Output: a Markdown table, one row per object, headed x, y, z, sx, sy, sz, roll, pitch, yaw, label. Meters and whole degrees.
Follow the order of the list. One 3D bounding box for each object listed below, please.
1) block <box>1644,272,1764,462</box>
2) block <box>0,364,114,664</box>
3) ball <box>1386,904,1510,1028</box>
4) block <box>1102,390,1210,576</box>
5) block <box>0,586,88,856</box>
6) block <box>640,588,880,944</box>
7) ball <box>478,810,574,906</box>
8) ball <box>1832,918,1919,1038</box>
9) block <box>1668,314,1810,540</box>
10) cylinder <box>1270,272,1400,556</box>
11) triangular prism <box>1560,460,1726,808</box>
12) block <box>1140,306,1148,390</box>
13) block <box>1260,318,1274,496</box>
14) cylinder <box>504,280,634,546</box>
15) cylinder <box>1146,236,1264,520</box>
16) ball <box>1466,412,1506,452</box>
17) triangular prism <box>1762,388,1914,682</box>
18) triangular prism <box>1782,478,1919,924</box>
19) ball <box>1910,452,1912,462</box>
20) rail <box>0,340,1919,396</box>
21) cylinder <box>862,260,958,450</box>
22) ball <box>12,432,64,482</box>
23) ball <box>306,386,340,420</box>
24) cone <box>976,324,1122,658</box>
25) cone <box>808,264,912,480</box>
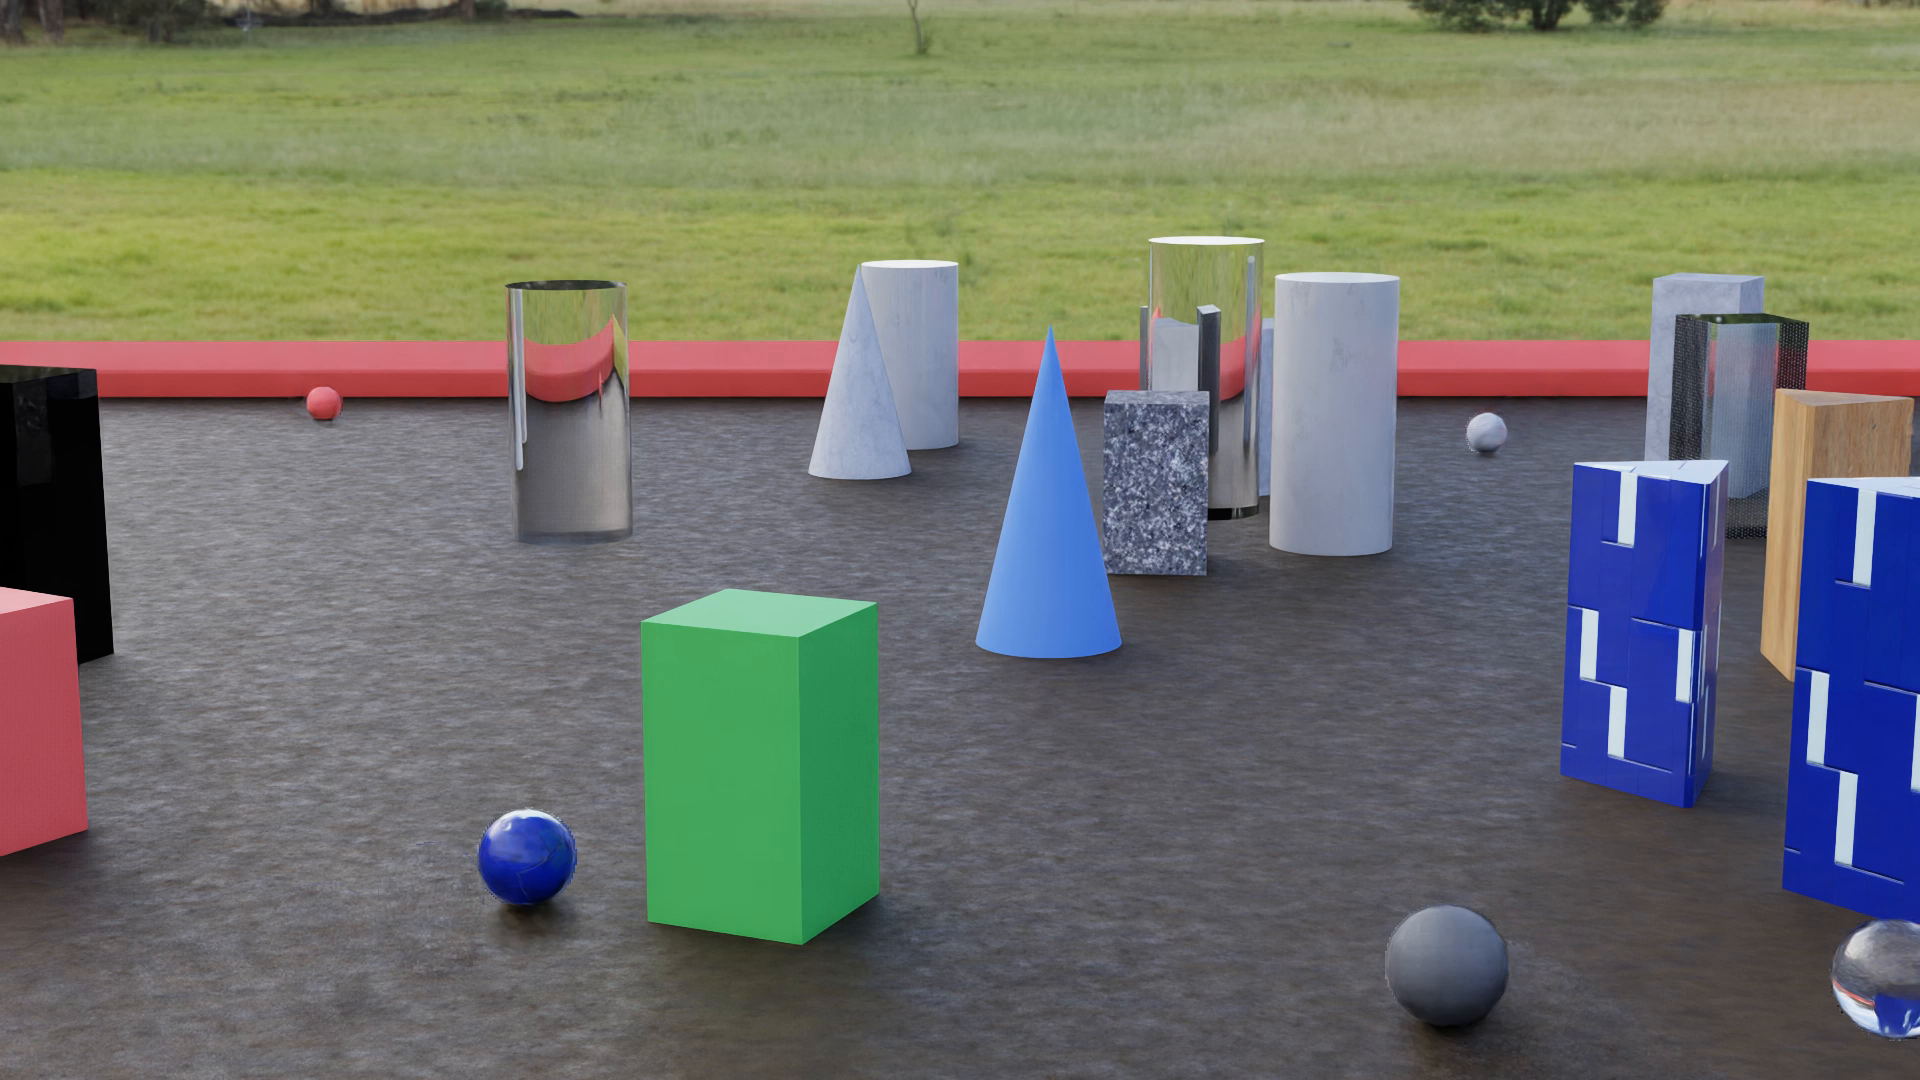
| x | y | z | sx | sy | sz | roll | pitch | yaw | label |
| --- | --- | --- | --- | --- | --- | --- | --- | --- | --- |
| 1.289 | -0.275 | 4.444 | 0.149 | 0.359 | 0.149 | 7 | 12 | 32 | block |
| -1.149 | -0.026 | 3.119 | 0.149 | 0.356 | 0.149 | 4 | 11 | 20 | block |
| 0.372 | 0.325 | 1.959 | 0.092 | 0.092 | 0.092 | 0 | 11 | 0 | ball |
| 0.286 | -0.085 | 3.735 | 0.149 | 0.247 | 0.149 | 1 | 11 | 5 | block |
| -0.940 | 0.171 | 2.419 | 0.149 | 0.227 | 0.149 | 6 | 12 | 31 | block |
| -0.170 | 0.191 | 2.213 | 0.149 | 0.263 | 0.149 | 5 | 12 | 24 | block |
| -0.379 | 0.277 | 2.241 | 0.083 | 0.083 | 0.083 | 0 | 11 | 0 | ball |
| 0.705 | 0.331 | 1.937 | 0.090 | 0.090 | 0.090 | 0 | 11 | 0 | ball |
| 1.211 | -0.180 | 4.005 | 0.149 | 0.333 | 0.149 | -2 | 11 | -9 | block |
| 0.565 | -0.193 | 3.876 | 0.186 | 0.407 | 0.186 | 0 | 11 | 0 | cylinder |
| 0.726 | 0.086 | 2.608 | 0.139 | 0.324 | 0.161 | -8 | 13 | -36 | triangular prism |
| 0.443 | -0.318 | 4.930 | 0.149 | 0.265 | 0.149 | 6 | 12 | 27 | block |
| 0.536 | -0.233 | 4.422 | 0.149 | 0.284 | 0.149 | -6 | 12 | -28 | block |
| -0.602 | -0.199 | 3.956 | 0.186 | 0.388 | 0.186 | 0 | 11 | 0 | cylinder |
| 0.397 | -0.265 | 4.167 | 0.186 | 0.441 | 0.186 | 0 | 11 | 0 | cylinder |
| 0.991 | -0.202 | 4.827 | 0.074 | 0.074 | 0.074 | 0 | 11 | 0 | ball |
| 1.033 | -0.012 | 3.113 | 0.161 | 0.330 | 0.139 | -5 | 12 | -25 | triangular prism |
| 0.837 | 0.133 | 2.233 | 0.139 | 0.369 | 0.161 | -7 | 13 | -35 | triangular prism |
| 1.656 | -0.148 | 4.559 | 0.067 | 0.067 | 0.067 | 0 | 11 | 0 | ball |
| -0.013 | -0.372 | 5.606 | 4.413 | 0.121 | 0.045 | 0 | 11 | 0 | rail |
| -0.096 | -0.358 | 4.926 | 0.186 | 0.344 | 0.186 | 0 | 11 | 0 | cylinder |
| -1.611 | -0.144 | 4.483 | 0.088 | 0.088 | 0.088 | 0 | 11 | 0 | ball |
| -1.306 | -0.281 | 5.266 | 0.069 | 0.069 | 0.069 | 0 | 11 | 0 | ball |
| 0.112 | -0.071 | 3.223 | 0.186 | 0.406 | 0.186 | 0 | 11 | 0 | cone |
| -0.180 | -0.308 | 4.578 | 0.186 | 0.375 | 0.186 | 0 | 11 | 0 | cone |
